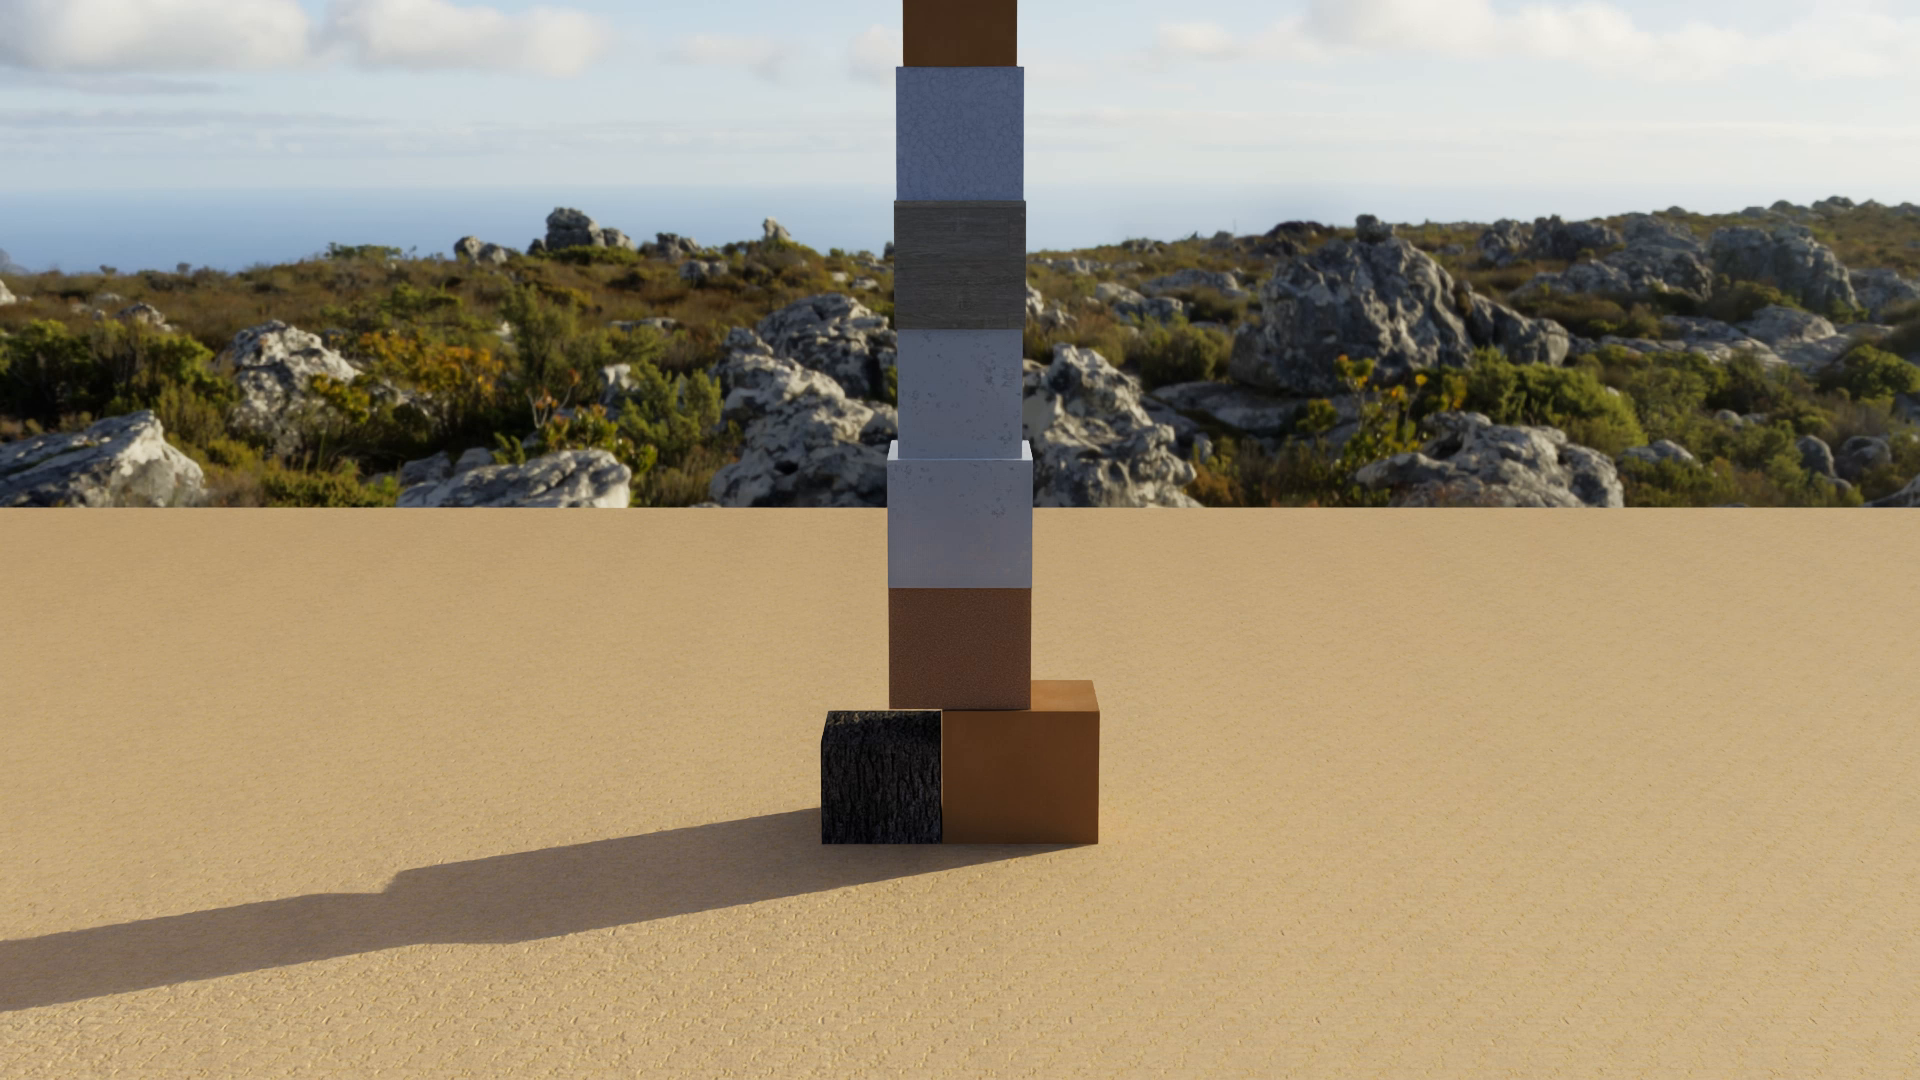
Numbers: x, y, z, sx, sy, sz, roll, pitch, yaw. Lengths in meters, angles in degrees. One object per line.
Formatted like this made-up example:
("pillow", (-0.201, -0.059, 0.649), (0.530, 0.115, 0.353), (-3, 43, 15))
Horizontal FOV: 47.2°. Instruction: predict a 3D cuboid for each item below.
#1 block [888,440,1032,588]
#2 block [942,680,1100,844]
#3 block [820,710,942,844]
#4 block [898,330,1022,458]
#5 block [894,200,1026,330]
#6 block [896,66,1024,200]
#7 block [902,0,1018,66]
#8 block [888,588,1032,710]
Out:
("block", (0.000, -0.141, 11.164), (0.714, 0.638, 0.720), (0, 10, 0))
("block", (0.305, 1.138, 11.373), (0.788, 0.691, 0.650), (0, 10, 0))
("block", (-0.399, 1.221, 11.386), (0.600, 0.525, 0.656), (0, 10, 0))
("block", (0.000, -0.767, 11.043), (0.610, 0.637, 0.602), (0, 10, 0))
("block", (0.000, -1.384, 10.933), (0.636, 0.618, 0.663), (0, 10, 0))
("block", (0.000, -1.999, 10.824), (0.611, 0.630, 0.641), (0, 10, 0))
("block", (0.000, -2.591, 10.701), (0.542, 0.579, 0.626), (0, 10, 0))
("block", (0.000, 0.483, 11.283), (0.711, 0.631, 0.627), (0, 10, 0))
